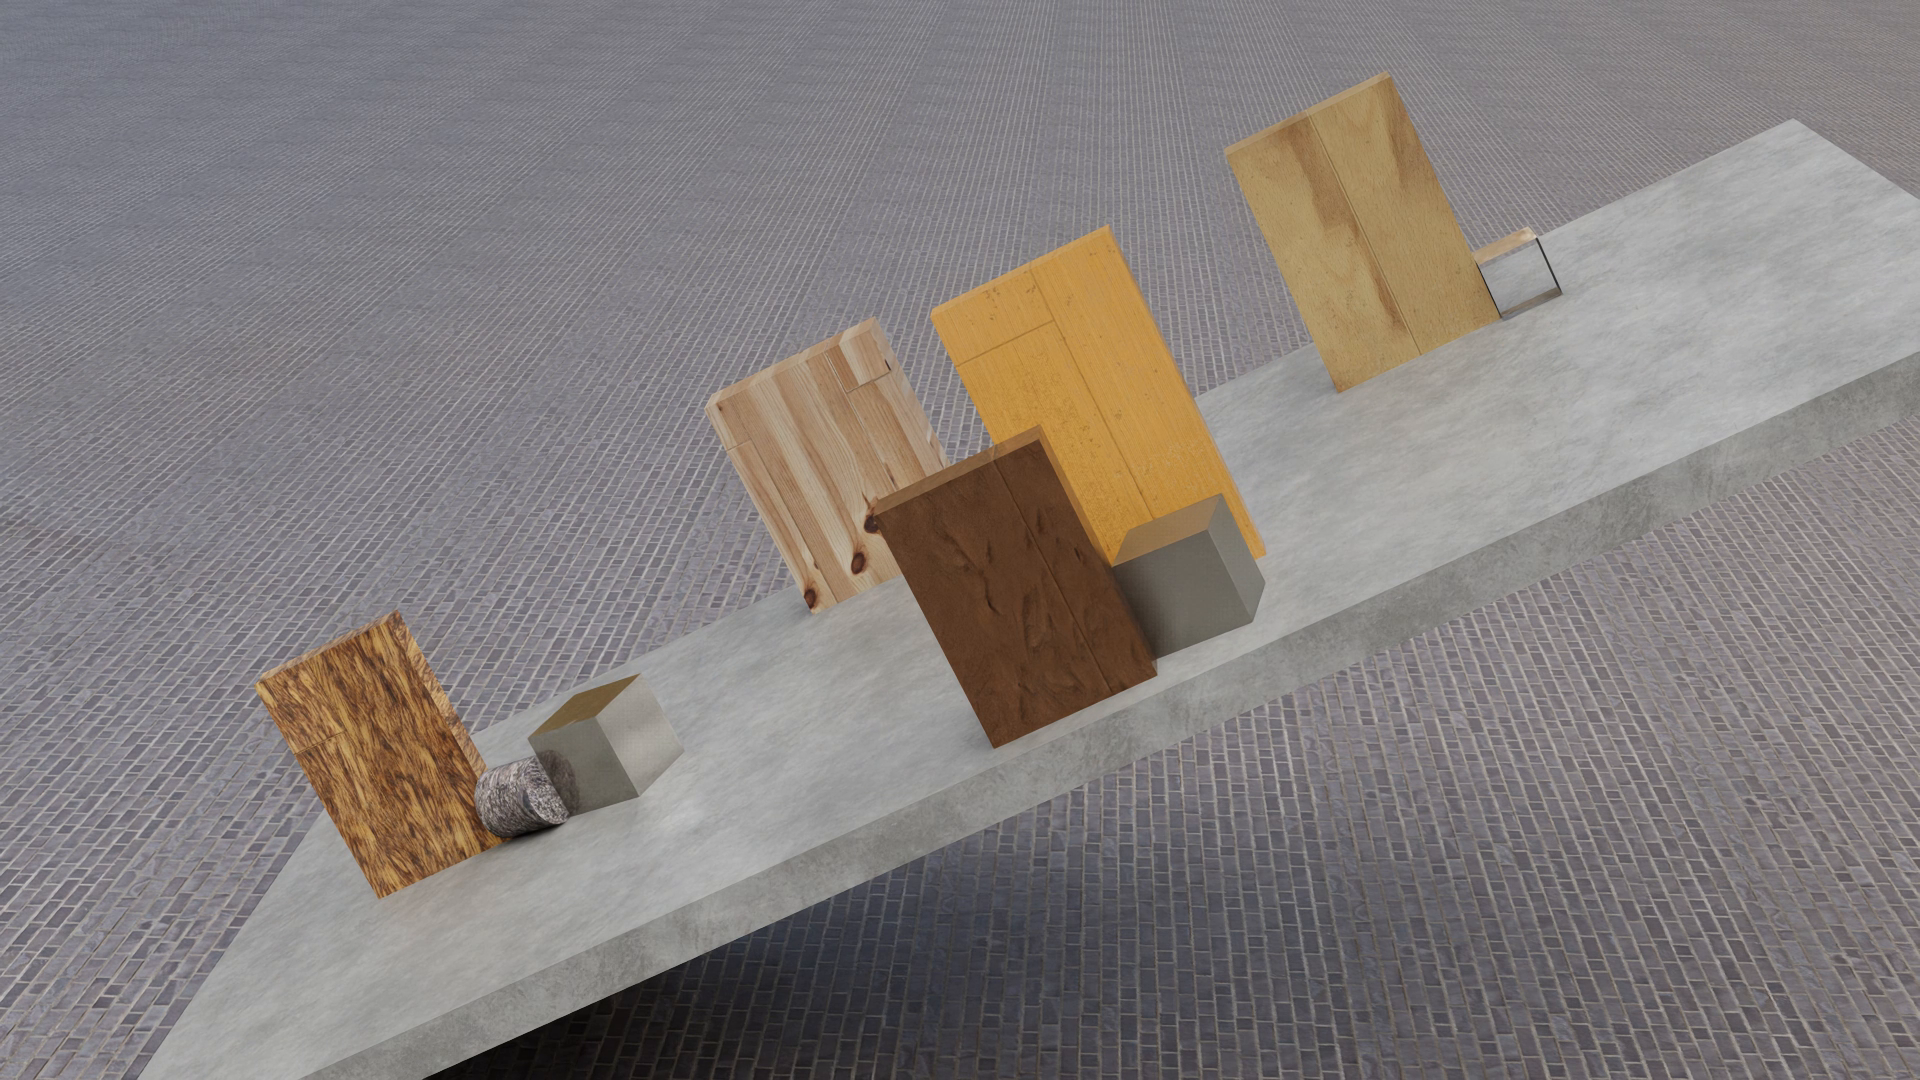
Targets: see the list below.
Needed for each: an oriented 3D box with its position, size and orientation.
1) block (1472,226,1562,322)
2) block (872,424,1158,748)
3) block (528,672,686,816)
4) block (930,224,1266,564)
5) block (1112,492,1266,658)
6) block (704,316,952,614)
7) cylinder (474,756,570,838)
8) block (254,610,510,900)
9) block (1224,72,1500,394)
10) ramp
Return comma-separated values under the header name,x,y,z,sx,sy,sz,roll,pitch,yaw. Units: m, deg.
name,x,y,z,sx,sy,sz,roll,pitch,yaw
block,1.227,-0.588,6.489,0.140,0.140,0.140,-25,14,9
block,0.104,0.087,5.372,0.332,0.493,0.111,-25,14,10
block,-0.762,0.442,6.344,0.200,0.200,0.200,-18,16,33
block,0.271,-0.209,5.698,0.378,0.705,0.081,-25,14,10
block,0.427,0.066,5.470,0.196,0.196,0.196,-22,14,20
block,-0.273,-0.174,6.932,0.435,0.556,0.147,-25,14,10
cylinder,-0.938,0.553,6.362,0.156,0.156,0.156,-18,4,34
block,-1.247,0.470,6.412,0.338,0.551,0.083,-25,14,10
block,0.889,-0.678,6.500,0.392,0.592,0.101,-25,14,10
ramp,0.138,0.168,6.281,4.000,0.100,2.000,-25,14,10
